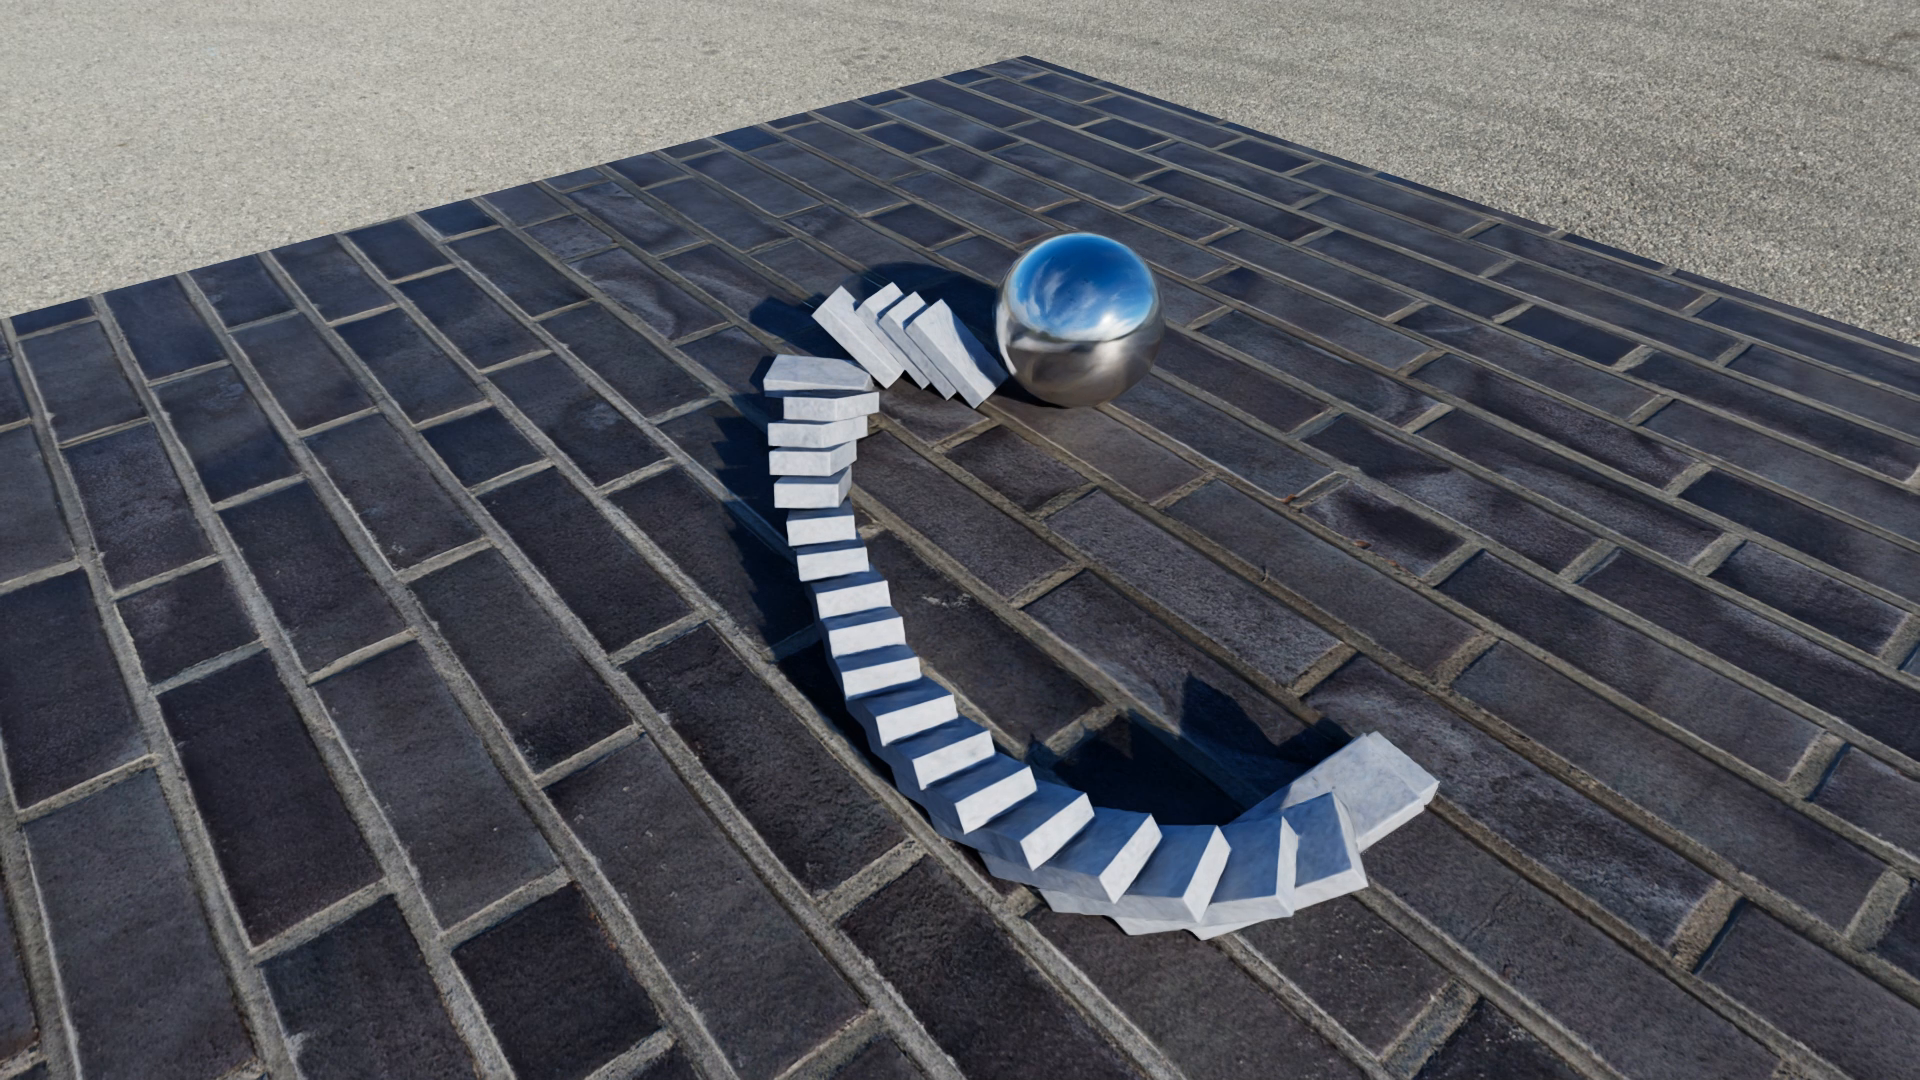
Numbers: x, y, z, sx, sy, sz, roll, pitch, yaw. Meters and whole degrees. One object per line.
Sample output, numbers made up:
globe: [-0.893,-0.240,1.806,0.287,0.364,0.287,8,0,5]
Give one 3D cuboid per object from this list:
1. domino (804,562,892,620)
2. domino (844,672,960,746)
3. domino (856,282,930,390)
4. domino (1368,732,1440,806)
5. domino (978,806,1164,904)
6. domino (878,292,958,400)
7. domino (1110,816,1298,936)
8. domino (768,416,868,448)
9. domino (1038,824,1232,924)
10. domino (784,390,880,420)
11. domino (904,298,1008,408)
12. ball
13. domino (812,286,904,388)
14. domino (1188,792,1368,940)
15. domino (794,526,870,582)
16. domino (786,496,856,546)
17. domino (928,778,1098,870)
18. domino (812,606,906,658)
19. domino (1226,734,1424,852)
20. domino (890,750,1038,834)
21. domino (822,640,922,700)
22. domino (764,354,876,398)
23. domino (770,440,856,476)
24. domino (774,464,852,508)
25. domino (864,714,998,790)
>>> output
domino: [-0.043,0.017,0.404,0.025,0.010,0.050,-10,11,-12]
domino: [-0.021,0.053,0.359,0.025,0.010,0.050,-14,9,-17]
domino: [-0.026,-0.101,0.543,0.050,0.010,0.025,48,48,-5]
domino: [0.122,0.081,0.344,0.050,0.010,0.025,-23,44,-25]
domino: [0.031,0.088,0.315,0.025,0.010,0.050,-39,19,-35]
domino: [-0.014,-0.095,0.536,0.050,0.010,0.025,48,48,-6]
domino: [0.068,0.094,0.306,0.050,0.010,0.025,-22,29,34]
domino: [-0.062,-0.048,0.483,0.025,0.009,0.050,4,12,17]
domino: [0.048,0.093,0.308,0.050,0.010,0.025,-14,26,44]
domino: [-0.058,-0.061,0.499,0.025,0.009,0.050,4,12,17]
domino: [-0.001,-0.090,0.530,0.050,0.010,0.025,48,48,-6]
ball: [0.055,-0.102,0.512,0.080,0.080,0.080,0,39,0]
domino: [-0.047,-0.100,0.539,0.050,0.009,0.025,44,35,-12]
domino: [0.086,0.092,0.309,0.050,0.009,0.025,-29,33,25]
domino: [-0.050,0.005,0.420,0.025,0.010,0.050,-7,11,-9]
domino: [-0.055,-0.008,0.435,0.025,0.010,0.050,-5,11,-6]
domino: [0.014,0.081,0.324,0.025,0.009,0.050,-28,13,-30]
domino: [-0.037,0.029,0.390,0.025,0.010,0.050,-10,11,-13]
domino: [0.107,0.082,0.324,0.050,0.009,0.025,-34,49,2]
domino: [0.000,0.073,0.334,0.025,0.010,0.050,-21,11,-23]
domino: [-0.031,0.041,0.376,0.025,0.010,0.050,-10,11,-13]
domino: [-0.068,-0.079,0.540,0.050,0.010,0.025,6,40,7]
domino: [-0.062,-0.036,0.468,0.025,0.010,0.050,2,11,7]
domino: [-0.060,-0.023,0.454,0.025,0.010,0.050,0,13,0]
domino: [-0.011,0.063,0.346,0.025,0.009,0.050,-18,10,-20]
